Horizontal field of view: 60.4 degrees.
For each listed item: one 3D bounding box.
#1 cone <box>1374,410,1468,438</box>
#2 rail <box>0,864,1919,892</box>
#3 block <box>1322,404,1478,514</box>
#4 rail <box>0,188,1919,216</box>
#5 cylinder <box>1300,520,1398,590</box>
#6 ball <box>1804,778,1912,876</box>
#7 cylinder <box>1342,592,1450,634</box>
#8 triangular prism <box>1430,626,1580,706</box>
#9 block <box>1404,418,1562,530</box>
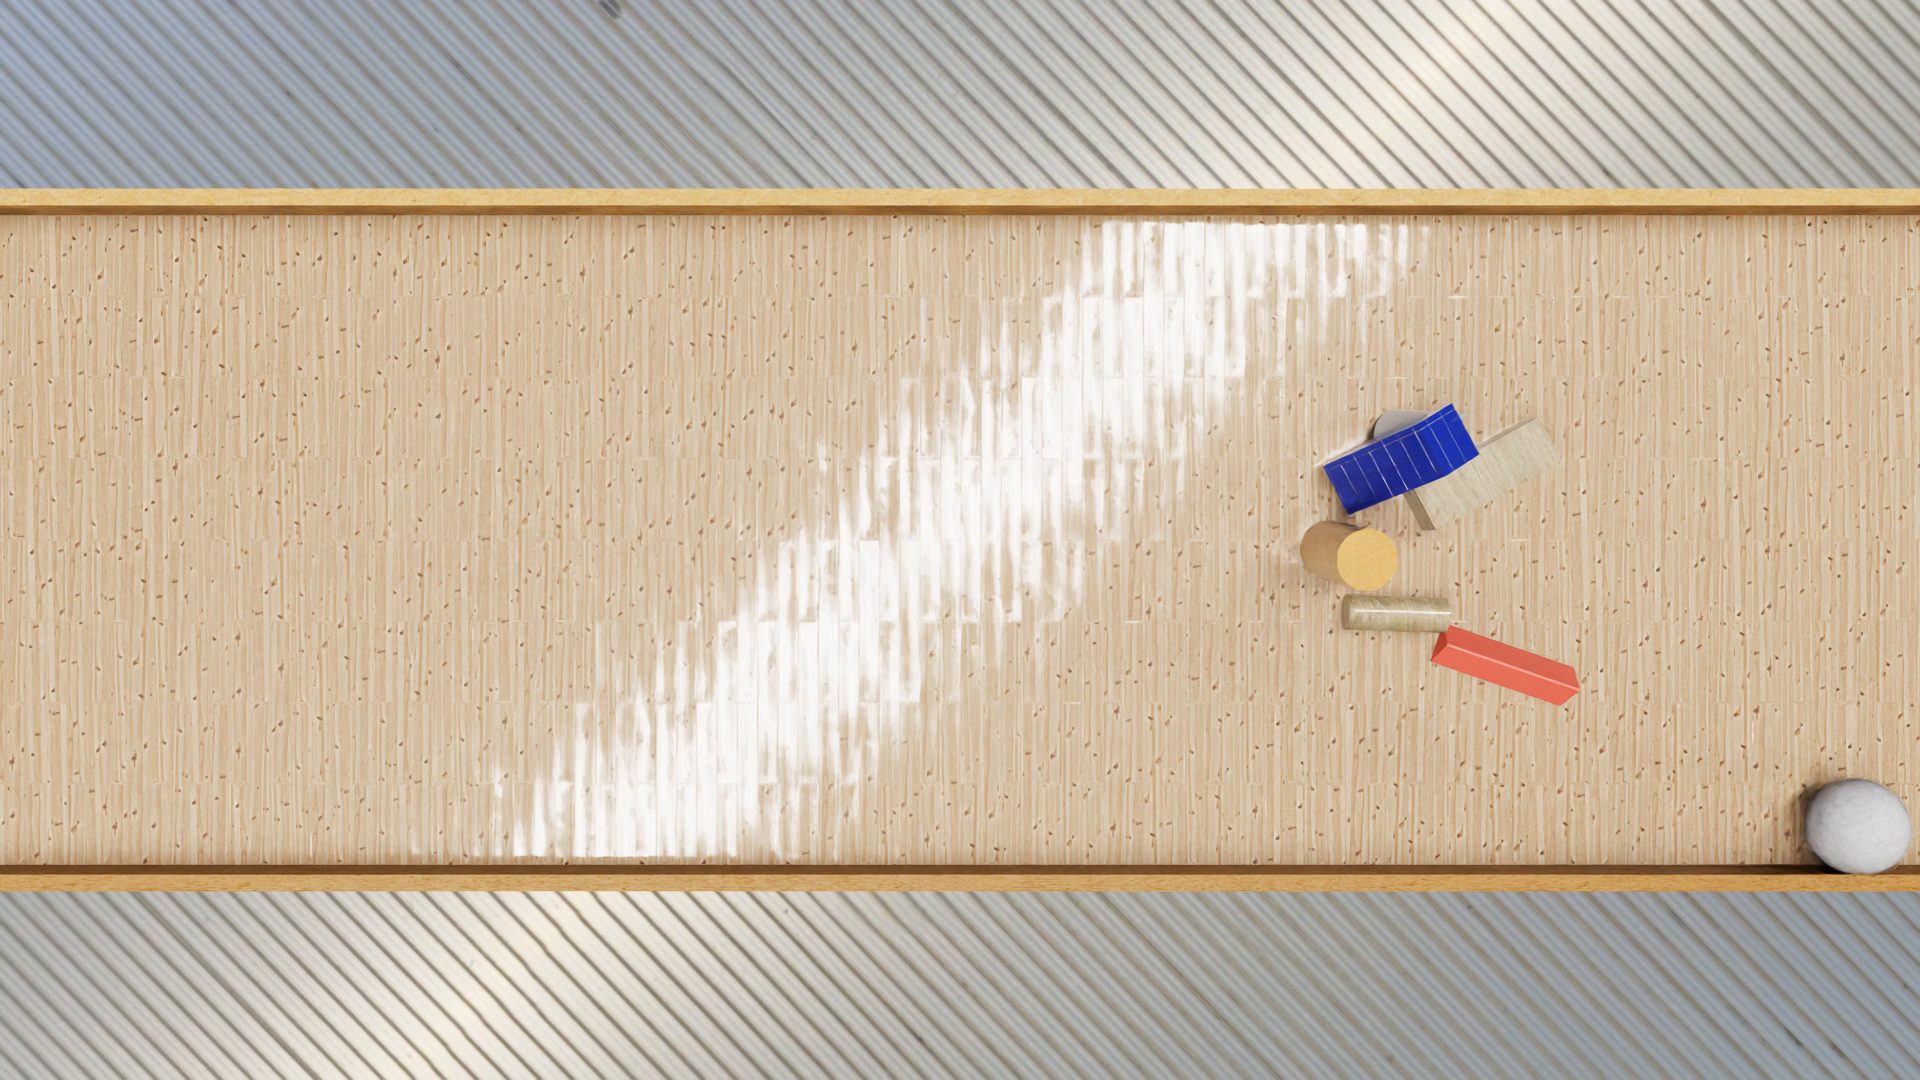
[{"bbox_3d":[1.400,-0.337,4.875,0.179,0.365,0.179,2,82,-17],"label":"cone"},{"bbox_3d":[-2.247,1.025,5.001,12.000,0.150,0.050,0,90,0],"label":"rail"},{"bbox_3d":[1.294,-0.235,4.861,0.167,0.406,0.167,-28,90,-33],"label":"block"},{"bbox_3d":[-2.247,-1.025,5.002,12.000,0.150,0.050,0,90,0],"label":"rail"},{"bbox_3d":[1.143,0.042,4.867,0.176,0.405,0.176,0,94,-3],"label":"cylinder"},{"bbox_3d":[2.683,0.858,4.934,0.284,0.284,0.284,0,90,0],"label":"ball"},{"bbox_3d":[1.325,0.225,5.023,0.303,0.108,0.108,4,90,-5],"label":"cylinder"},{"bbox_3d":[1.667,0.383,5.020,0.421,0.107,0.123,19,90,0],"label":"triangular prism"},{"bbox_3d":[1.575,-0.198,5.001,0.428,0.150,0.150,-28,90,0],"label":"block"}]
